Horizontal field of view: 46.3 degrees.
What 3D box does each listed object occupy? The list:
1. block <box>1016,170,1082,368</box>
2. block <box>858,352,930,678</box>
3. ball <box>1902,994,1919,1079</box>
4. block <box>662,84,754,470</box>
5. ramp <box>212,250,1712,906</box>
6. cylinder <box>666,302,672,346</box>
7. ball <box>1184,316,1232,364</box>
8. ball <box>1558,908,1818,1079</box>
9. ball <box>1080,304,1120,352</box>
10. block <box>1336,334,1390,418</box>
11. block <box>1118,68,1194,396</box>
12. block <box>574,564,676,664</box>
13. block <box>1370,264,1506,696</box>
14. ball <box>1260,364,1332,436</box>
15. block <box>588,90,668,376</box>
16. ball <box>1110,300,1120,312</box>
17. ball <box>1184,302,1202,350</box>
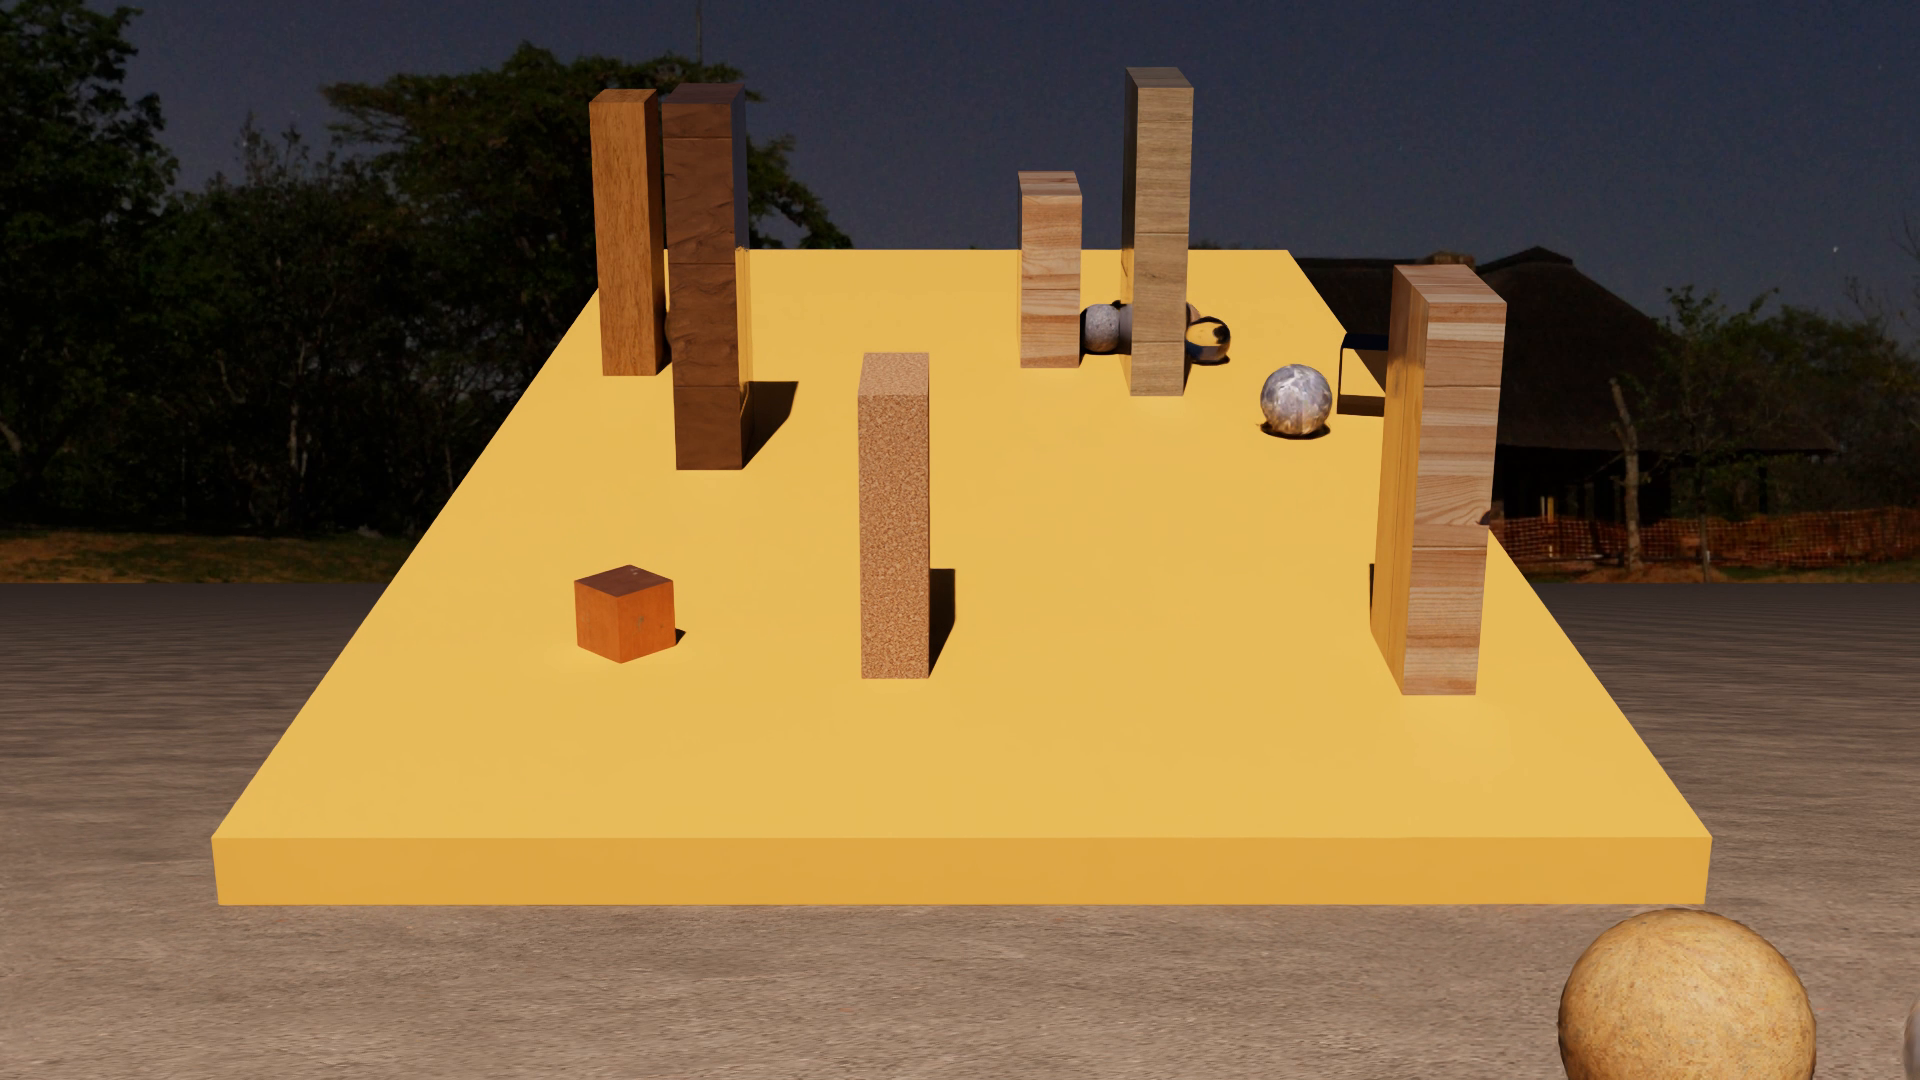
[{"bbox_3d":[0.216,-0.668,5.509,0.141,0.416,0.363,0,19,0],"label":"block"},{"bbox_3d":[-0.102,-0.043,3.577,0.106,0.460,0.269,0,19,0],"label":"block"},{"bbox_3d":[0.785,0.382,1.646,0.174,0.174,0.174,0,-1,0],"label":"ball"},{"bbox_3d":[-0.513,-0.545,4.624,0.135,0.743,0.312,0,19,0],"label":"block"},{"bbox_3d":[-0.004,-0.193,4.903,2.000,0.100,4.000,0,19,0],"label":"ramp"},{"bbox_3d":[-0.641,-0.539,5.521,0.162,0.162,0.162,0,20,-5],"label":"cylinder"},{"bbox_3d":[0.602,-0.485,5.443,0.113,0.113,0.113,0,-1,0],"label":"ball"},{"bbox_3d":[0.552,0.376,1.709,0.189,0.189,0.189,0,-1,0],"label":"ball"},{"bbox_3d":[0.347,-0.523,5.539,0.122,0.122,0.122,0,-1,0],"label":"ball"},{"bbox_3d":[0.932,-0.370,5.040,0.151,0.151,0.151,5,19,13],"label":"block"},{"bbox_3d":[0.452,-0.722,5.226,0.121,0.700,0.381,0,19,0],"label":"block"},{"bbox_3d":[-0.543,0.119,3.638,0.113,0.113,0.113,17,25,41],"label":"block"},{"bbox_3d":[0.738,-0.097,3.495,0.113,0.616,0.278,0,19,0],"label":"block"},{"bbox_3d":[0.724,-0.301,4.832,0.154,0.154,0.154,0,-1,0],"label":"ball"},{"bbox_3d":[-0.785,-0.732,5.341,0.126,0.642,0.243,0,19,0],"label":"block"},{"bbox_3d":[0.411,-0.549,5.633,0.111,0.111,0.111,0,-1,0],"label":"ball"},{"bbox_3d":[0.539,-0.529,5.550,0.123,0.123,0.123,0,-1,0],"label":"ball"}]
